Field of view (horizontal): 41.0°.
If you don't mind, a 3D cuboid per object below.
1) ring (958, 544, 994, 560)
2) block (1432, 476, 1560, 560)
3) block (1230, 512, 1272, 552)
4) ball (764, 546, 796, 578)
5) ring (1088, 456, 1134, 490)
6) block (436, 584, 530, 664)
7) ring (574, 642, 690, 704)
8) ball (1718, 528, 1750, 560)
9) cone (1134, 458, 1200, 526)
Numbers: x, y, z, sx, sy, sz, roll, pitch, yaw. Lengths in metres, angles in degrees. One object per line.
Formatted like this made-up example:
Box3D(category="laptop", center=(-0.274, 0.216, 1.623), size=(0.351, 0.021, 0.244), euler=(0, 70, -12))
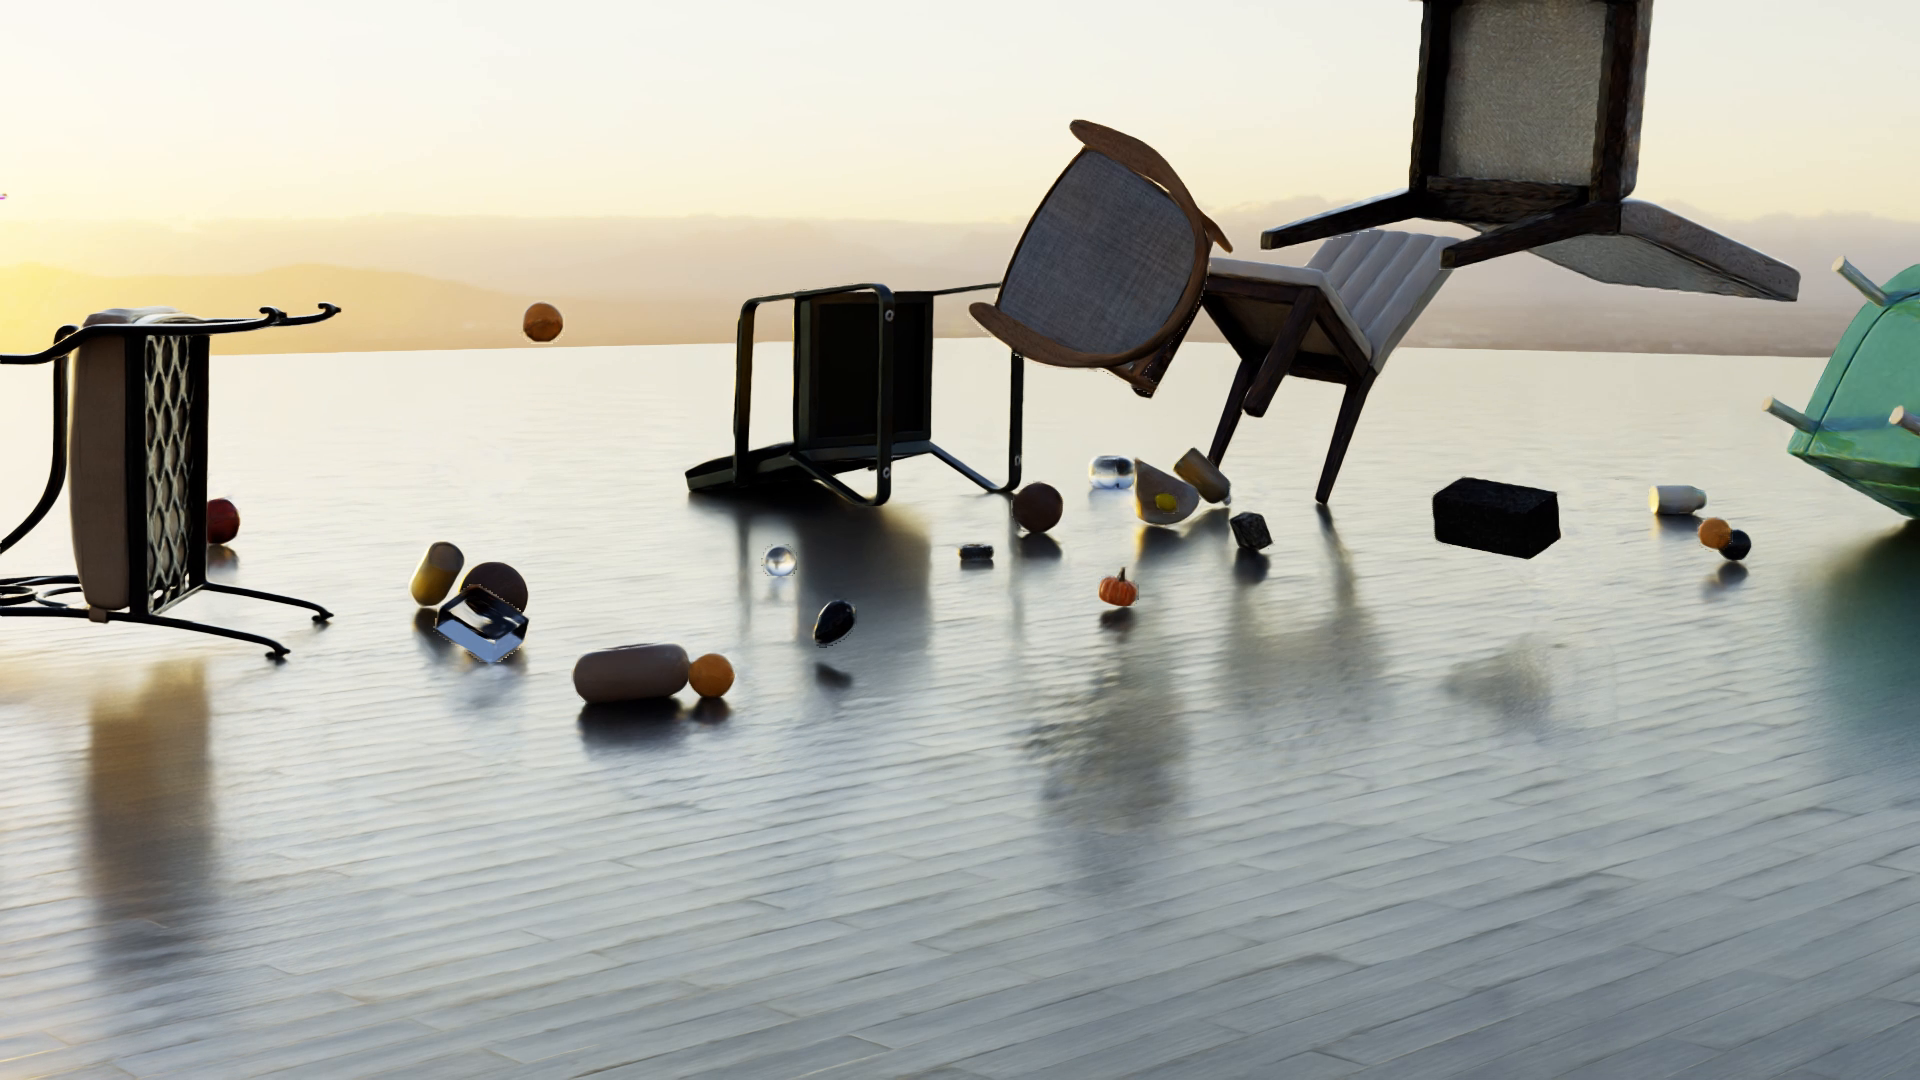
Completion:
Box3D(category="ring", center=(0.037, 0.029, 5.976), size=(0.087, 0.033, 0.120), euler=(-1, 5, 5))
Box3D(category="block", center=(1.067, -0.045, 5.109), size=(0.218, 0.100, 0.113), euler=(13, 31, 43))
Box3D(category="block", center=(0.701, -0.022, 6.190), size=(0.047, 0.076, 0.086), euler=(-27, 16, -20))
Box3D(category="ball", center=(-0.395, 0.046, 5.622), size=(0.070, 0.070, 0.070), euler=(0, 6, 0))
Box3D(category="ring", center=(0.471, -0.211, 7.997), size=(0.144, 0.096, 0.242), euler=(-2, 5, -7))
Box3D(category="block", center=(-0.819, 0.144, 4.401), size=(0.120, 0.051, 0.093), euler=(31, 35, 16))
Box3D(category="ring", center=(-0.511, 0.206, 4.001), size=(0.199, 0.082, 0.140), euler=(-6, 2, -41))
Box3D(category="ball", center=(1.793, 0.011, 5.943), size=(0.075, 0.075, 0.075), euler=(0, 6, 0))
Box3D(category="cone", center=(0.507, -0.160, 6.822), size=(0.161, 0.163, 0.290), euler=(-41, 25, -9))
